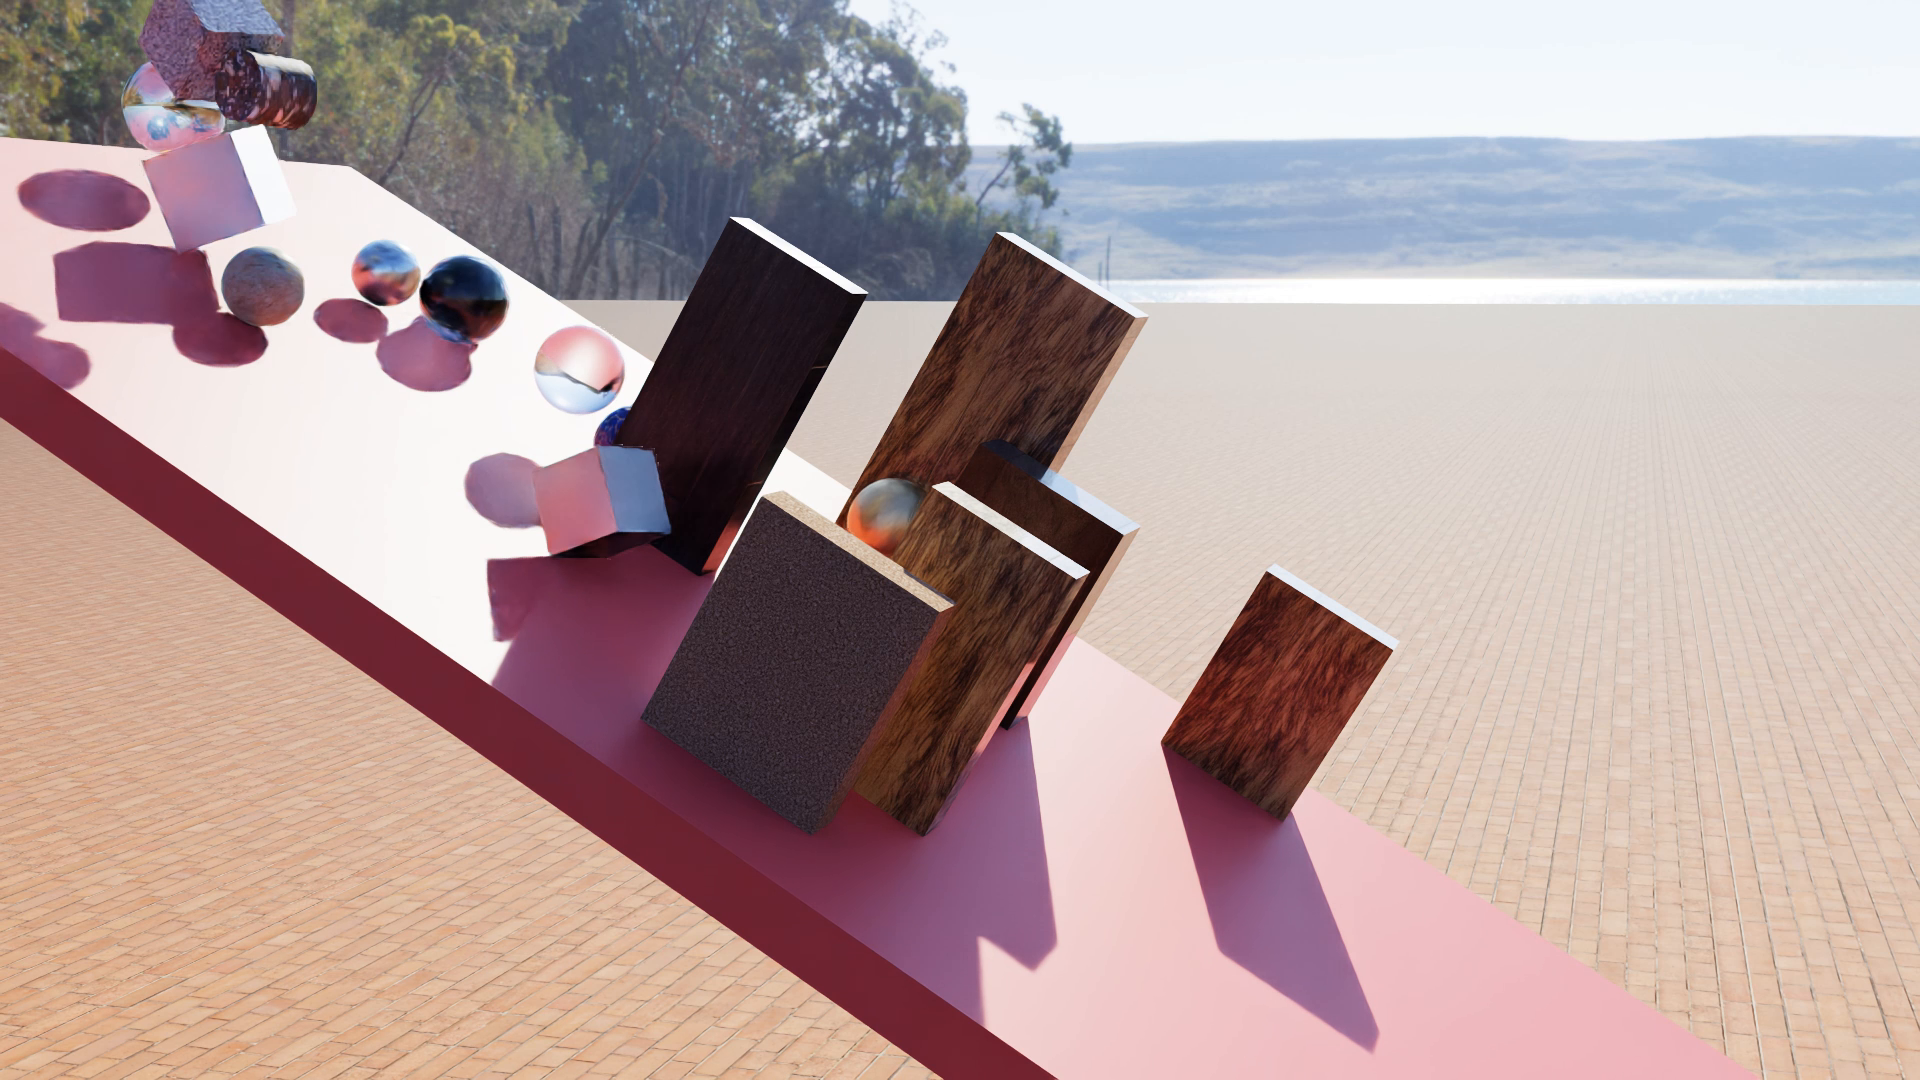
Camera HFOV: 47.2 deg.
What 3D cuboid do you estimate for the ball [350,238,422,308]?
[{"bbox_3d":[-1.180,-0.549,4.523,0.140,0.140,0.140,0,7,0],"label":"ball"}]

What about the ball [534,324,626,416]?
[{"bbox_3d":[-0.742,-0.331,4.287,0.177,0.177,0.177,0,7,0],"label":"ball"}]

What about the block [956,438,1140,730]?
[{"bbox_3d":[0.085,0.083,4.254,0.326,0.446,0.148,33,15,11],"label":"block"}]

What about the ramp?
[{"bbox_3d":[-0.179,0.294,4.125,4.000,0.100,2.000,33,15,11],"label":"ramp"}]

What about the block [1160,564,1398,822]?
[{"bbox_3d":[0.669,0.319,4.612,0.304,0.434,0.113,33,15,11],"label":"block"}]

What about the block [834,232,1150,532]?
[{"bbox_3d":[0.038,-0.201,4.454,0.327,0.775,0.124,33,15,11],"label":"block"}]

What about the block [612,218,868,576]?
[{"bbox_3d":[-0.439,-0.264,4.083,0.271,0.607,0.090,33,15,11],"label":"block"}]

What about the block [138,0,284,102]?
[{"bbox_3d":[-1.391,-0.931,4.084,0.162,0.162,0.162,-12,57,-51],"label":"block"}]

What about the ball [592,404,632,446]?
[{"bbox_3d":[-0.635,-0.182,4.307,0.167,0.167,0.167,0,7,0],"label":"ball"}]

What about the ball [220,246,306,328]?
[{"bbox_3d":[-1.283,-0.467,4.051,0.149,0.149,0.149,0,7,0],"label":"ball"}]

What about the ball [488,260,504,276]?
[{"bbox_3d":[-1.049,-0.537,4.745,0.146,0.146,0.146,0,7,0],"label":"ball"}]

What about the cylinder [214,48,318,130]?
[{"bbox_3d":[-1.281,-0.831,4.061,0.130,0.130,0.130,4,4,32],"label":"cylinder"}]

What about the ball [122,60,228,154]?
[{"bbox_3d":[-1.607,-0.886,4.501,0.206,0.206,0.206,0,7,0],"label":"ball"}]

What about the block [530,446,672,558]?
[{"bbox_3d":[-0.625,-0.064,3.835,0.153,0.153,0.153,-19,-11,28],"label":"block"}]

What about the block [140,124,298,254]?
[{"bbox_3d":[-1.417,-0.675,4.218,0.182,0.182,0.182,-16,14,7],"label":"block"}]

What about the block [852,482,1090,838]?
[{"bbox_3d":[-0.039,0.192,3.543,0.274,0.498,0.087,33,15,11],"label":"block"}]

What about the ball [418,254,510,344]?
[{"bbox_3d":[-1.030,-0.500,4.573,0.187,0.187,0.187,0,7,0],"label":"ball"}]

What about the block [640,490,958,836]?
[{"bbox_3d":[-0.248,0.185,3.345,0.324,0.407,0.089,33,15,11],"label":"block"}]

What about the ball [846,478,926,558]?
[{"bbox_3d":[-0.132,-0.030,4.332,0.182,0.182,0.182,0,7,0],"label":"ball"}]
